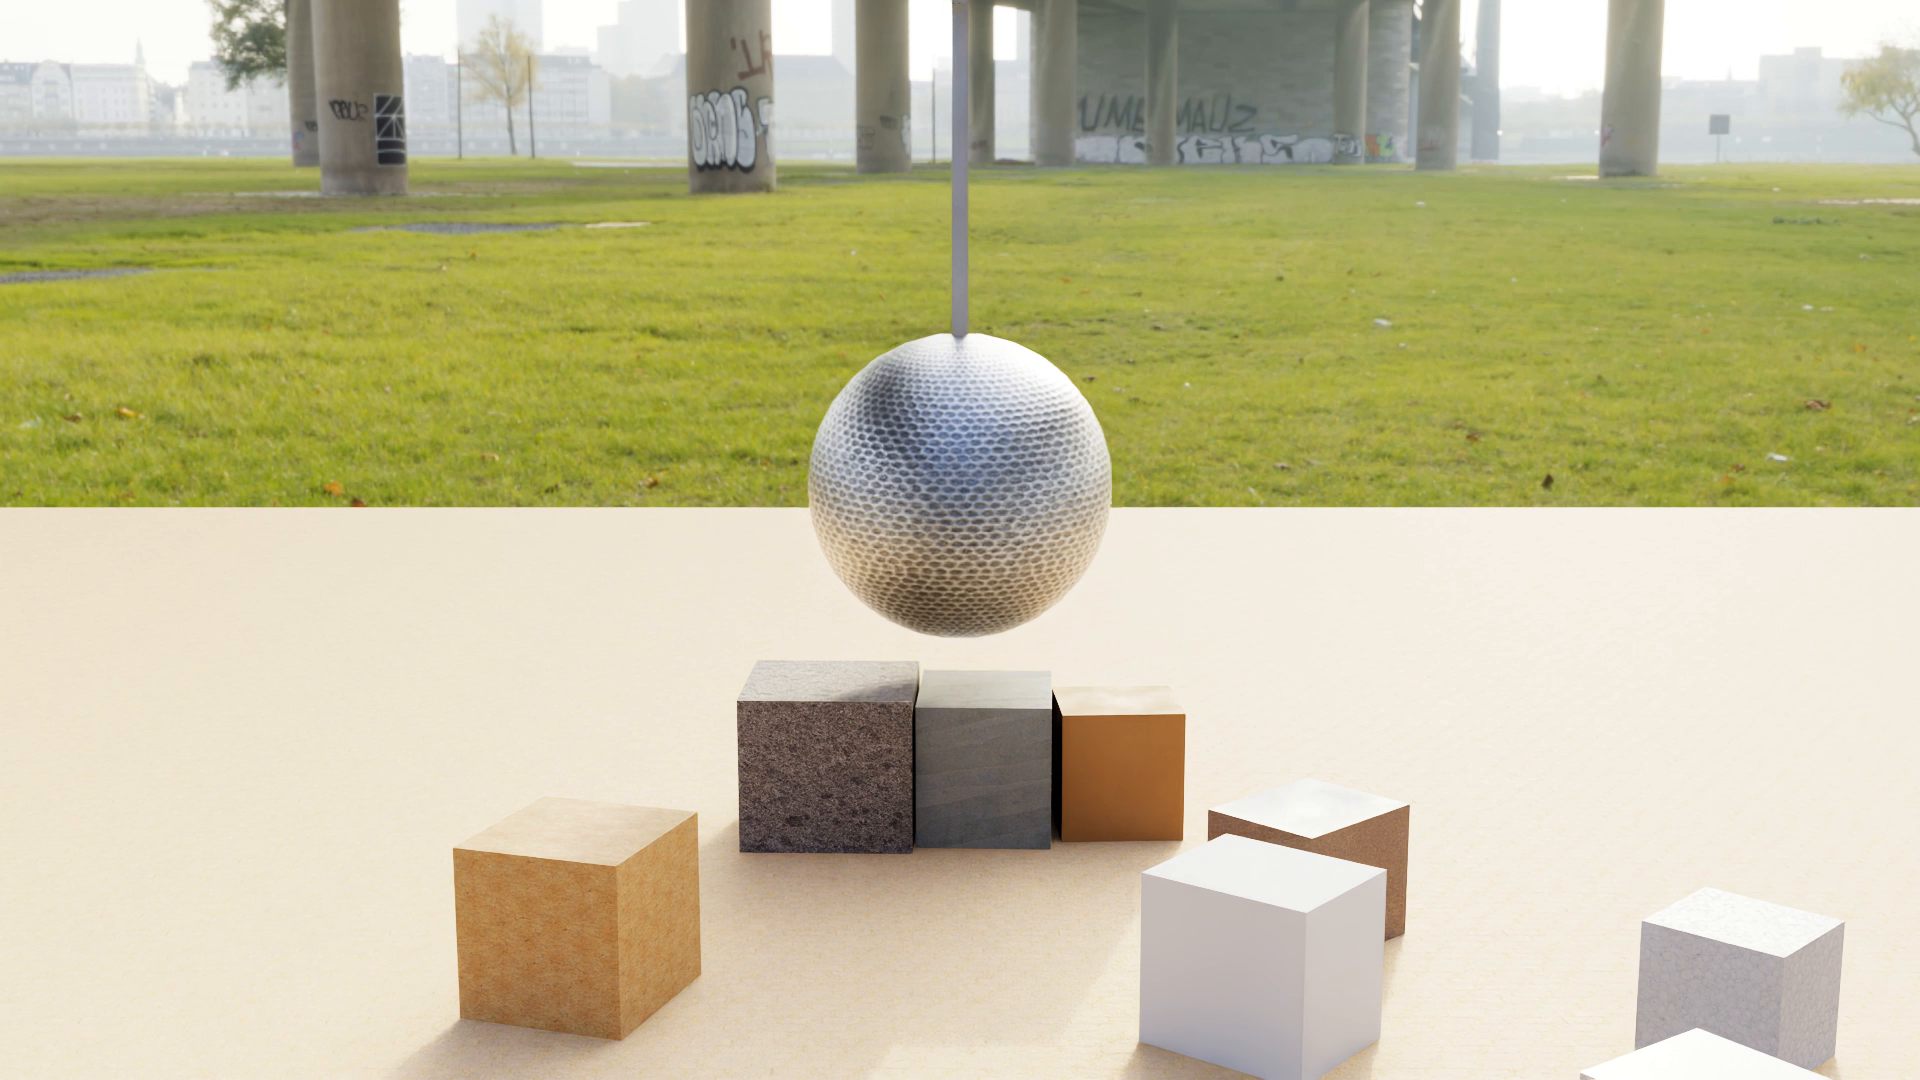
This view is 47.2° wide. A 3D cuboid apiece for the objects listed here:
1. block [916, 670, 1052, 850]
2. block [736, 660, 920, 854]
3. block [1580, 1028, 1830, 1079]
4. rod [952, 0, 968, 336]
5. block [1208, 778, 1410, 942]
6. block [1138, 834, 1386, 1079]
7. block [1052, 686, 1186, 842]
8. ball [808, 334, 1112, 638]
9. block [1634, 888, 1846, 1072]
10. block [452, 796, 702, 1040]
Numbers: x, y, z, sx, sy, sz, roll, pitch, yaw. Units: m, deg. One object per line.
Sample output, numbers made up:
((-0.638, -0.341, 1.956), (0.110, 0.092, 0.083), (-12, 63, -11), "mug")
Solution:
((0.132, 1.121, 11.362), (0.677, 0.729, 0.788), (0, 10, 2), "block")
((-0.658, 1.102, 11.322), (0.865, 0.781, 0.860), (0, 10, 1), "block")
((2.381, 1.990, 6.971), (0.599, 0.590, 0.584), (-7, 13, -35), "block")
((0.000, -3.581, 10.702), (0.080, 5.200, 0.080), (0, 14, 0), "rod")
((1.544, 1.475, 9.772), (0.707, 0.603, 0.569), (-10, 14, -43), "block")
((1.187, 1.633, 8.637), (0.731, 0.696, 0.625), (8, 13, 38), "block")
((0.810, 1.151, 11.383), (0.621, 0.663, 0.582), (-1, 10, -3), "block")
((0.000, -0.283, 11.528), (1.600, 1.600, 1.600), (0, 10, 0), "ball")
((3.013, 1.733, 8.507), (0.564, 0.546, 0.540), (10, 14, 43), "block")
((-1.565, 1.540, 9.079), (0.725, 0.720, 0.744), (3, 11, 18), "block")
